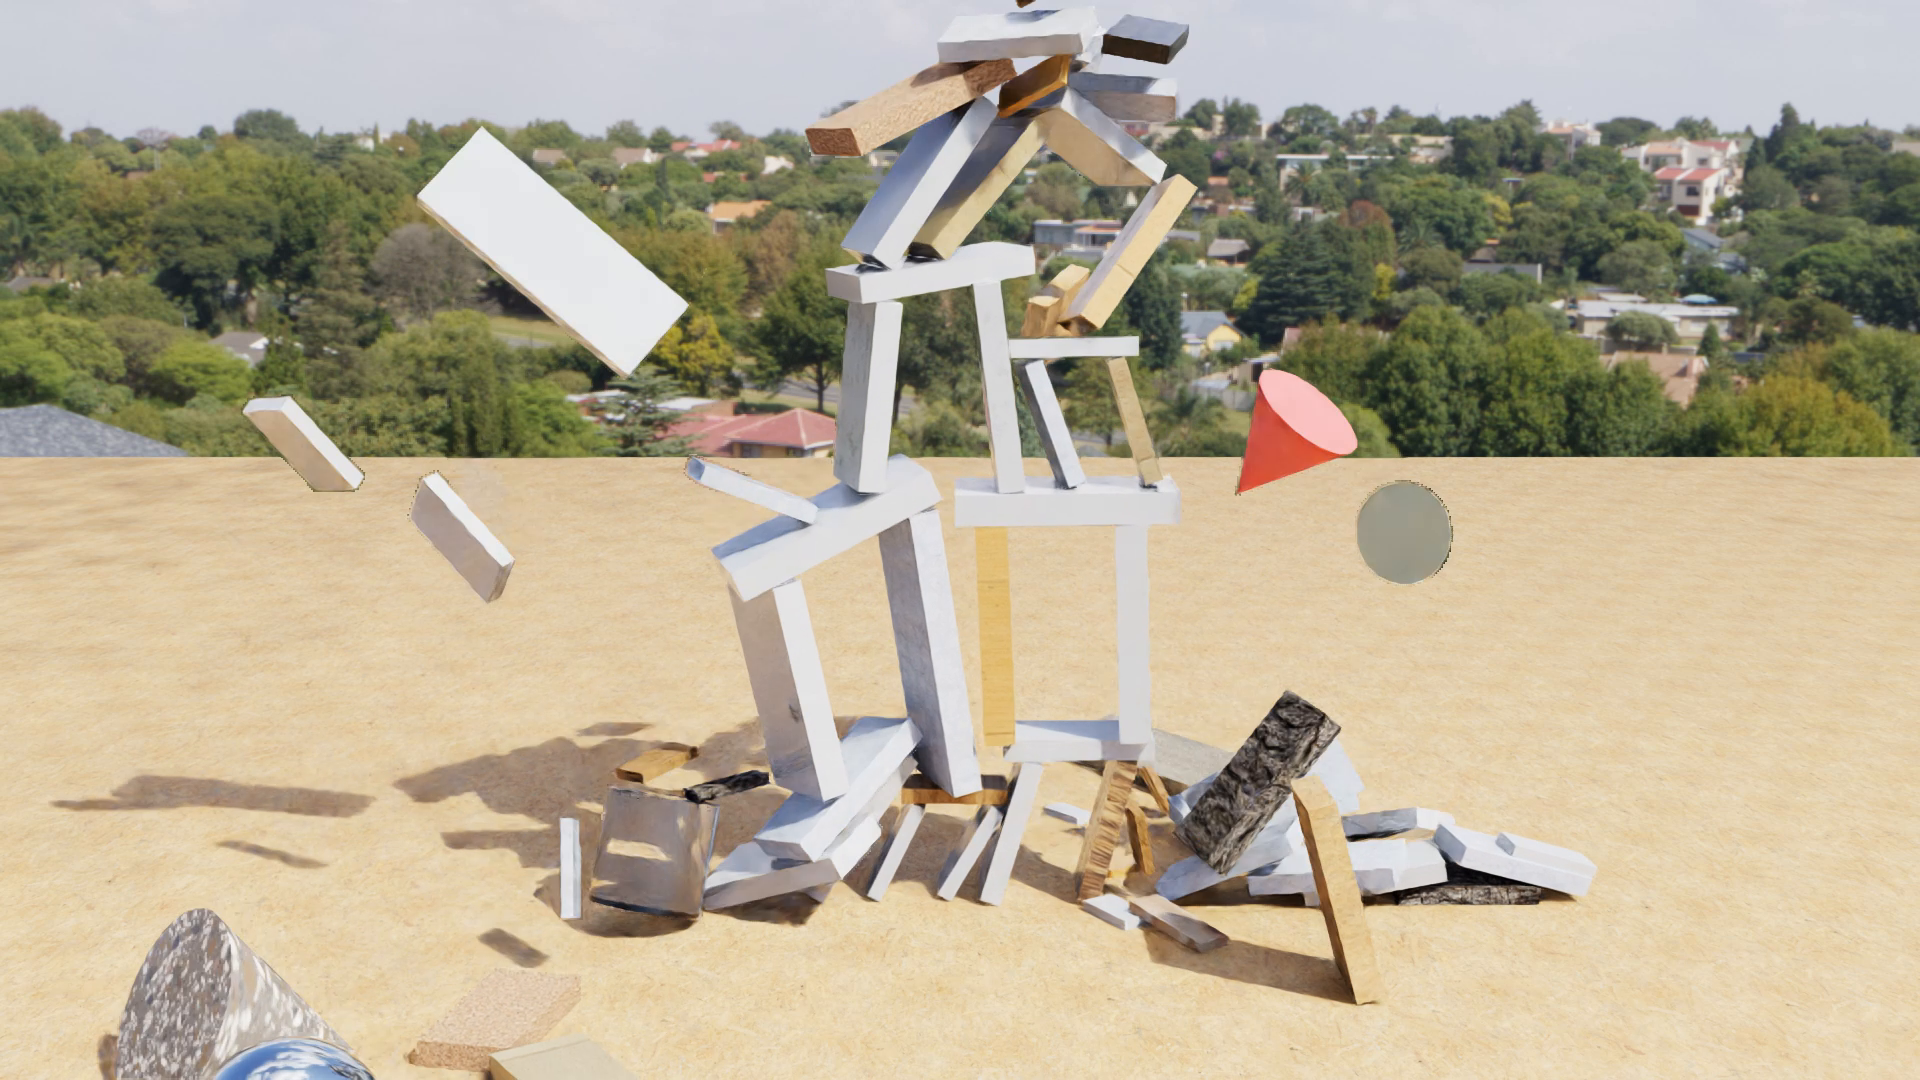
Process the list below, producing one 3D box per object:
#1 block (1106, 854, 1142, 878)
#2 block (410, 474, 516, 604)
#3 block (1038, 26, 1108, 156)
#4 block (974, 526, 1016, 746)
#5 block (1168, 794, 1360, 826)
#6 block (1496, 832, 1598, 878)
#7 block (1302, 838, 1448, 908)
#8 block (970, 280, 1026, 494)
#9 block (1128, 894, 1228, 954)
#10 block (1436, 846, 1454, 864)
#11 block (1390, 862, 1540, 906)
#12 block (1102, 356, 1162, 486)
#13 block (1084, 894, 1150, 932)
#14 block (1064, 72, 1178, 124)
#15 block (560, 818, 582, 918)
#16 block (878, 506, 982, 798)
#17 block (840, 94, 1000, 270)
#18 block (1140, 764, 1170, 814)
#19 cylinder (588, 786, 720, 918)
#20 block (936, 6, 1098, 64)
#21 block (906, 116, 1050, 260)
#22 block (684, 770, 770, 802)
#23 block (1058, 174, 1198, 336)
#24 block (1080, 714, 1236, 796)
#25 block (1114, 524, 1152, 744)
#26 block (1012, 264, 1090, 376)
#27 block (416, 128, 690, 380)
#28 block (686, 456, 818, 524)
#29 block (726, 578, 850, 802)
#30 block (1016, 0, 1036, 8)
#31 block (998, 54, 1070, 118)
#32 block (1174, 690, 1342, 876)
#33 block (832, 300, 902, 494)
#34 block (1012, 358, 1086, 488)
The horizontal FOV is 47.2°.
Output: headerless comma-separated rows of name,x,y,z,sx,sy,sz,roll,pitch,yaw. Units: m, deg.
block,0.279,0.561,3.787,0.093,0.013,0.046,-8,13,-36
block,-0.770,-0.002,3.399,0.193,0.097,0.027,46,46,14
block,0.185,-0.757,3.703,0.029,0.207,0.104,34,42,25
block,0.057,0.139,3.590,0.051,0.357,0.179,-3,11,0
block,0.543,0.473,3.947,0.303,0.043,0.152,-15,23,-12
block,0.971,0.521,3.643,0.150,0.020,0.071,16,10,-11
block,0.679,0.552,3.646,0.234,0.033,0.117,-11,11,4
block,0.059,-0.250,3.509,0.042,0.330,0.148,-8,11,-1
block,0.345,0.606,3.482,0.058,0.016,0.172,-7,20,-35
block,0.781,0.540,3.773,0.142,0.020,0.071,3,-20,32
block,0.835,0.574,3.667,0.234,0.033,0.117,0,11,-2
block,0.277,-0.195,3.533,0.029,0.206,0.103,-18,7,2
block,0.256,0.602,3.559,0.058,0.016,0.115,-7,12,-31
block,0.243,-0.709,3.515,0.207,0.029,0.104,5,-13,7
block,-0.585,0.494,3.306,0.018,0.146,0.063,-3,-11,0
block,-0.054,0.169,3.582,0.049,0.474,0.174,-14,15,-19
block,-0.065,-0.565,3.436,0.042,0.300,0.150,35,-2,-25
block,0.367,0.463,4.086,0.013,0.093,0.046,-32,-15,19
cylinder,-0.489,0.500,3.523,0.180,0.180,0.180,10,-6,1
block,0.088,-0.764,3.326,0.223,0.032,0.112,0,33,17
block,0.018,-0.560,3.485,0.038,0.266,0.133,44,-12,-28
block,-0.380,0.401,3.582,0.125,0.018,0.063,-13,5,-27
block,0.268,-0.456,3.535,0.039,0.278,0.139,36,-7,-10
block,0.441,0.444,4.245,0.139,0.039,0.633,-24,21,-30
block,0.282,0.136,3.590,0.051,0.357,0.179,-1,10,4
block,0.159,-0.381,3.818,0.038,0.133,0.266,19,25,12
block,-0.632,-0.444,3.421,0.417,0.150,0.042,41,-16,-8
block,-0.325,-0.078,3.432,0.194,0.027,0.097,21,4,-23
block,-0.275,0.232,3.504,0.049,0.348,0.174,-18,12,-28
block,0.195,-0.887,3.369,0.223,0.032,0.112,-33,14,-21
block,0.113,-0.702,3.391,0.015,0.054,0.146,24,-27,-33
block,0.481,0.392,3.568,0.043,0.303,0.152,39,0,-18
block,-0.147,-0.234,3.461,0.042,0.296,0.148,2,11,-20
block,0.143,-0.191,3.528,0.029,0.206,0.103,-22,11,-6
